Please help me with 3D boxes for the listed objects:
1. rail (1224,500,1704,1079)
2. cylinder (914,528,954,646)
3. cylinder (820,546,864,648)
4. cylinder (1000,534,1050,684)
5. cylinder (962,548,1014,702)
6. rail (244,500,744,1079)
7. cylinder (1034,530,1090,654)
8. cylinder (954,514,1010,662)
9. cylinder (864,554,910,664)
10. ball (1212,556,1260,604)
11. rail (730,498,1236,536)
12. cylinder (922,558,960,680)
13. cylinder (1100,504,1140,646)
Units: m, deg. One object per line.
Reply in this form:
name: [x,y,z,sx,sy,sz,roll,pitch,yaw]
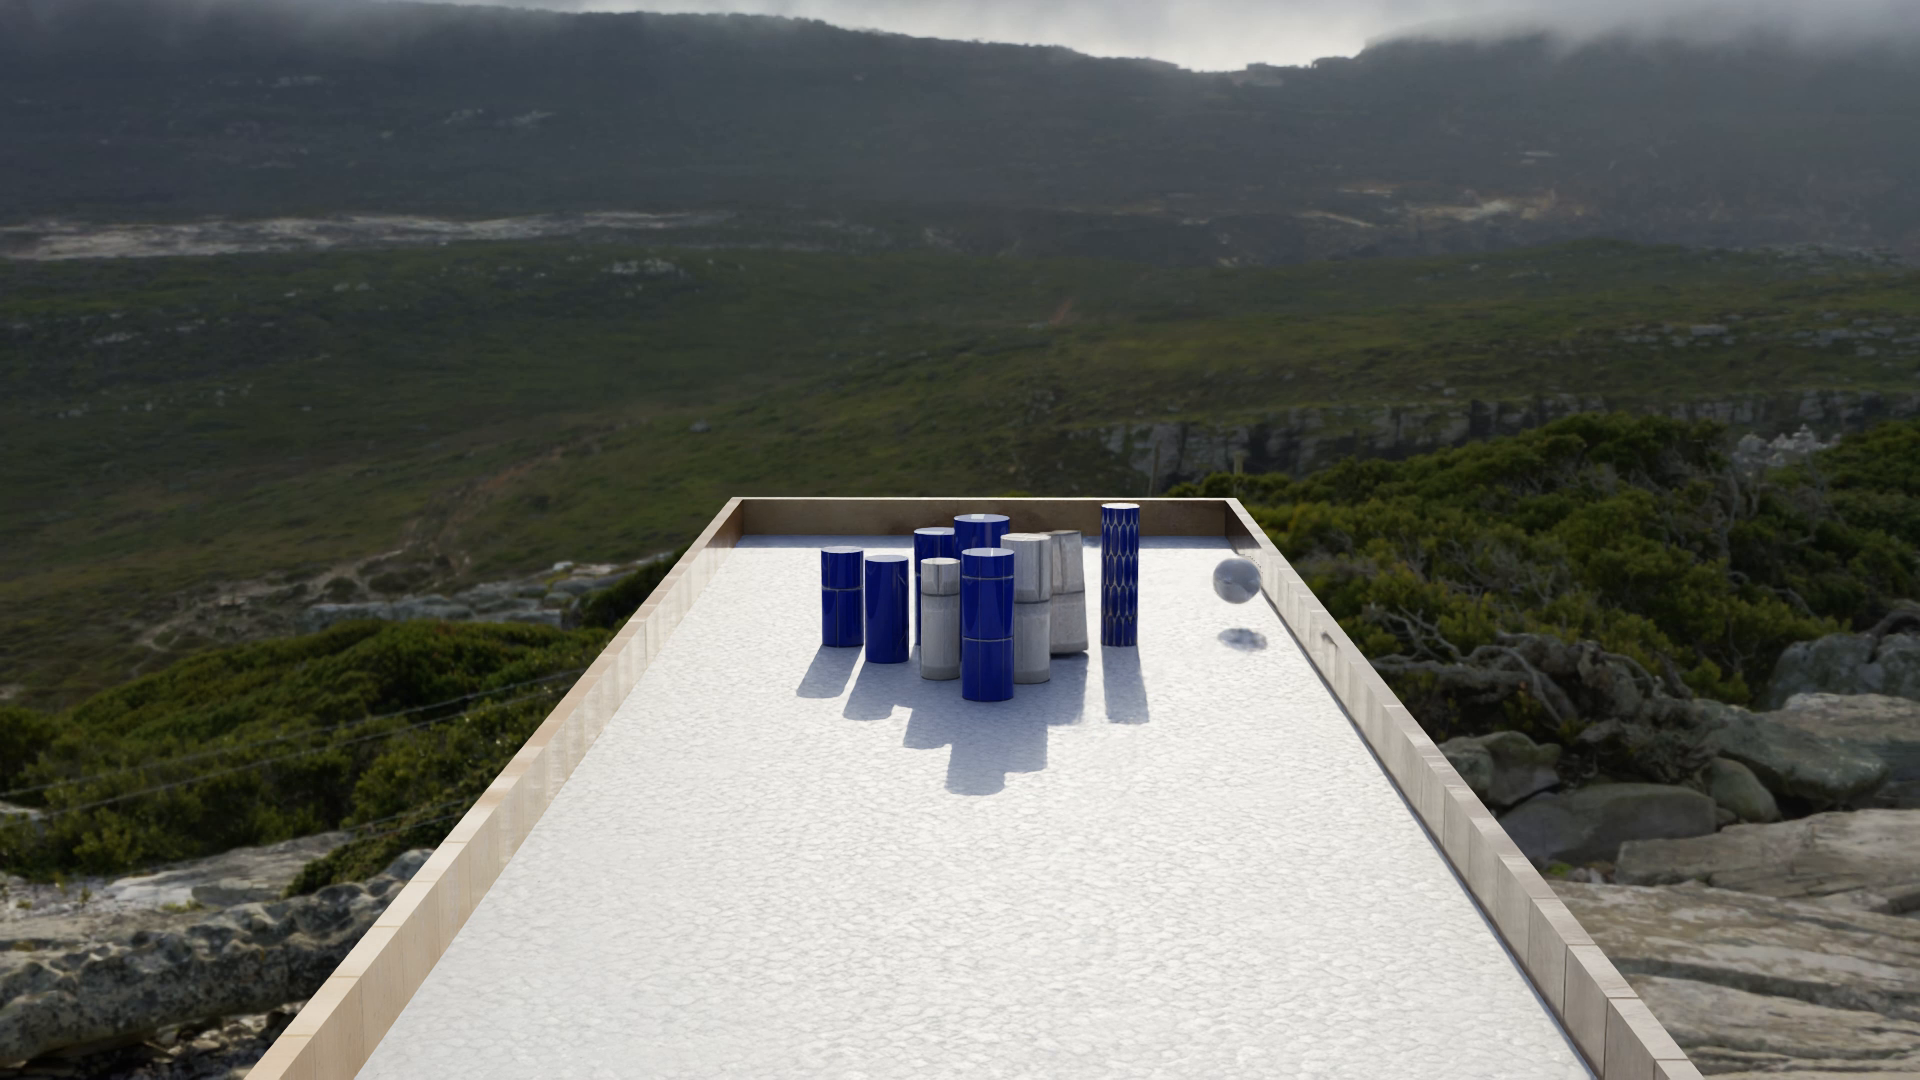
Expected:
rail: [1.046,0.843,3.208,0.050,0.150,12.000,0,9,1]
cylinder: [-0.066,0.148,6.934,0.158,0.357,0.158,0,9,0]
cylinder: [-0.369,0.178,6.923,0.136,0.301,0.136,0,9,0]
cylinder: [0.190,0.199,6.406,0.146,0.421,0.146,0,9,0]
cylinder: [0.078,0.238,6.185,0.147,0.414,0.147,0,9,0]
rail: [-1.004,0.839,3.234,0.050,0.150,12.000,0,9,1]
cylinder: [0.303,0.159,6.779,0.167,0.366,0.167,-4,3,0]
cylinder: [0.066,0.147,6.703,0.169,0.432,0.169,0,9,0]
cylinder: [-0.222,0.209,6.689,0.136,0.313,0.136,0,9,0]
ball: [0.917,0.134,7.297,0.162,0.162,0.162,0,9,0]
rail: [0.099,-0.098,9.147,2.100,0.150,0.050,0,9,1]
cylinder: [-0.057,0.232,6.445,0.114,0.345,0.114,0,9,0]
cylinder: [0.502,0.110,6.918,0.119,0.438,0.119,0,9,0]
